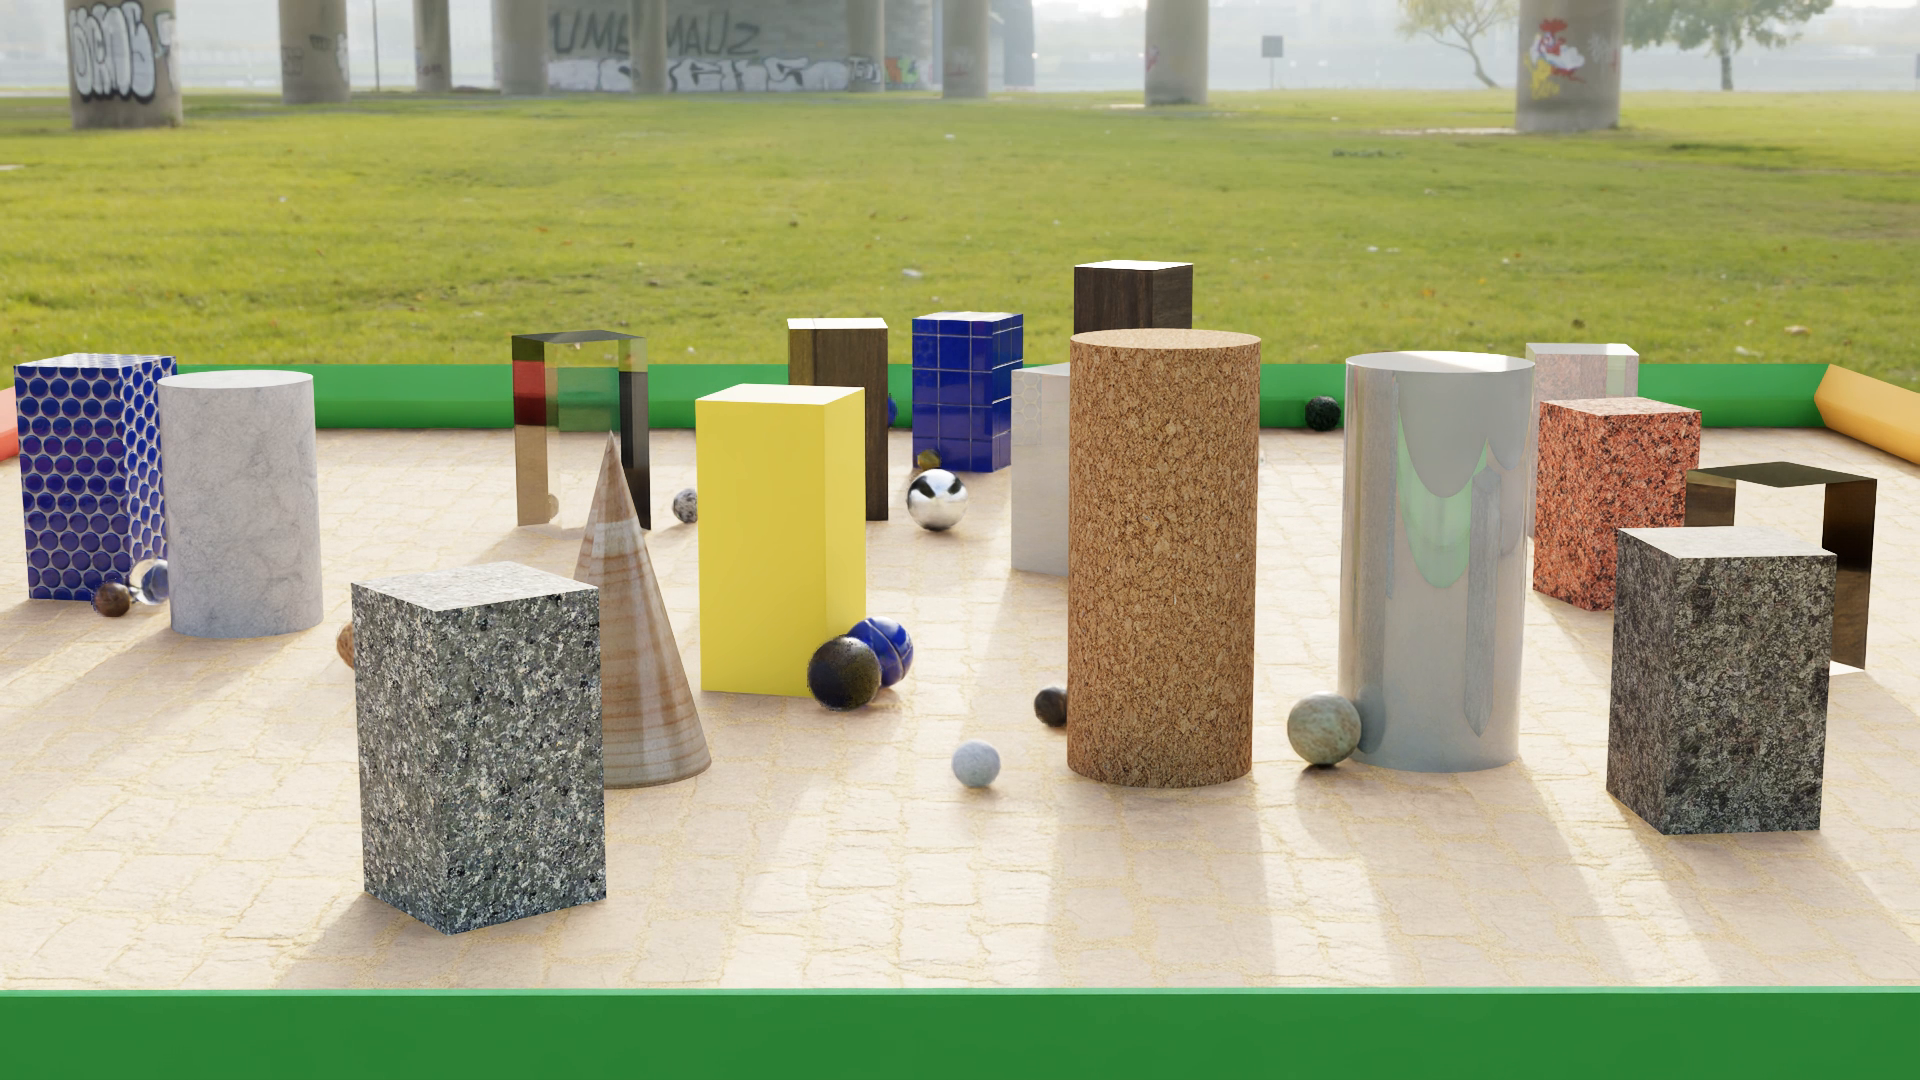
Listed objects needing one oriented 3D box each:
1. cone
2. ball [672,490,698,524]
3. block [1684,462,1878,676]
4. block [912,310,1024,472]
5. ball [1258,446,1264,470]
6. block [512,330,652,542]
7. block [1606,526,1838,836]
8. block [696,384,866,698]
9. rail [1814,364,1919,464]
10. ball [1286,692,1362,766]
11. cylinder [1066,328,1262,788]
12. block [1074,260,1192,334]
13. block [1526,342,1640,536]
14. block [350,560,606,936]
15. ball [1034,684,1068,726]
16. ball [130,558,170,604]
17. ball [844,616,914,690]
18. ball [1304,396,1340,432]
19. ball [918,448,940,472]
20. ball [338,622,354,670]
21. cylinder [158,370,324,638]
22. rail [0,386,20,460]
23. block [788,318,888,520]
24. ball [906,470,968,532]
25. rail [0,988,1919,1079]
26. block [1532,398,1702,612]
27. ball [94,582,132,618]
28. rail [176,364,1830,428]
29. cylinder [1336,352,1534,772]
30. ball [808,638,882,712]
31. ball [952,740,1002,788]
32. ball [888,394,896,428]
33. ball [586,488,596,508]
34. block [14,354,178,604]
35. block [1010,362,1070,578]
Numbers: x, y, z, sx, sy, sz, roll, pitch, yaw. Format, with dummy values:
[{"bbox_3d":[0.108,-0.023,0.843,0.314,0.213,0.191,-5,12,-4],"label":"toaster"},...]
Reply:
[{"bbox_3d":[-0.359,0.060,2.673,0.195,0.357,0.195,0,11,0],"label":"cone"},{"bbox_3d":[-0.435,-0.054,4.120,0.055,0.055,0.055,0,11,0],"label":"ball"},{"bbox_3d":[0.996,0.036,3.135,0.156,0.236,0.156,-5,12,-26],"label":"block"},{"bbox_3d":[0.015,-0.274,4.705,0.156,0.273,0.156,4,11,21],"label":"block"},{"bbox_3d":[0.520,-0.147,4.614,0.057,0.057,0.057,0,11,0],"label":"ball"},{"bbox_3d":[-0.597,-0.168,4.048,0.156,0.306,0.156,-7,13,-35],"label":"block"},{"bbox_3d":[0.742,0.134,2.515,0.156,0.270,0.156,-1,11,-6],"label":"block"},{"bbox_3d":[-0.210,-0.003,3.048,0.156,0.344,0.156,3,11,15],"label":"block"},{"bbox_3d":[1.752,0.031,3.459,0.045,0.127,3.568,0,11,0],"label":"rail"},{"bbox_3d":[0.382,0.198,2.696,0.078,0.078,0.078,0,11,0],"label":"ball"},{"bbox_3d":[0.210,0.014,2.668,0.195,0.449,0.195,0,11,0],"label":"cylinder"},{"bbox_3d":[0.309,-0.304,4.589,0.156,0.375,0.156,6,12,31],"label":"block"},{"bbox_3d":[0.975,-0.159,4.050,0.156,0.286,0.156,1,11,7],"label":"block"},{"bbox_3d":[-0.422,0.177,2.254,0.156,0.281,0.156,-8,13,-38],"label":"block"},{"bbox_3d":[0.105,0.185,2.855,0.047,0.047,0.047,0,11,0],"label":"ball"},{"bbox_3d":[-1.099,0.056,3.498,0.064,0.064,0.064,0,11,0],"label":"ball"},{"bbox_3d":[-0.097,0.133,3.026,0.086,0.086,0.086,0,11,0],"label":"ball"},{"bbox_3d":[0.726,-0.253,5.140,0.072,0.072,0.072,0,11,0],"label":"ball"},{"bbox_3d":[-0.056,-0.144,4.638,0.042,0.042,0.042,0,11,0],"label":"ball"},{"bbox_3d":[-0.721,0.127,3.112,0.066,0.066,0.066,0,11,0],"label":"ball"},{"bbox_3d":[-0.941,-0.050,3.361,0.195,0.324,0.195,0,11,0],"label":"cylinder"},{"bbox_3d":[-1.752,0.034,3.439,0.045,0.127,3.568,0,11,0],"label":"rail"},{"bbox_3d":[-0.200,-0.198,4.188,0.156,0.312,0.156,-1,11,-5],"label":"block"},{"bbox_3d":[-0.036,-0.062,4.045,0.098,0.098,0.098,0,11,0],"label":"ball"},{"bbox_3d":[0.010,0.354,1.718,3.552,0.127,0.045,0,11,0],"label":"rail"},{"bbox_3d":[0.901,-0.052,3.529,0.156,0.266,0.156,-3,11,-16],"label":"block"},{"bbox_3d":[-1.130,0.079,3.420,0.047,0.047,0.047,0,11,0],"label":"ball"},{"bbox_3d":[-0.010,-0.288,5.180,3.552,0.127,0.045,0,11,0],"label":"rail"},{"bbox_3d":[0.503,0.019,2.728,0.195,0.419,0.195,0,11,0],"label":"cylinder"},{"bbox_3d":[-0.131,0.153,2.923,0.084,0.084,0.084,0,11,0],"label":"ball"},{"bbox_3d":[0.017,0.228,2.614,0.049,0.049,0.049,0,11,0],"label":"ball"},{"bbox_3d":[-0.169,-0.256,5.122,0.086,0.086,0.086,0,11,0],"label":"ball"},{"bbox_3d":[-0.588,-0.065,4.200,0.047,0.047,0.047,0,11,0],"label":"ball"},{"bbox_3d":[-1.193,-0.089,3.573,0.156,0.323,0.156,2,11,12],"label":"block"},{"bbox_3d":[0.185,-0.104,3.739,0.156,0.291,0.156,9,14,40],"label":"block"}]
